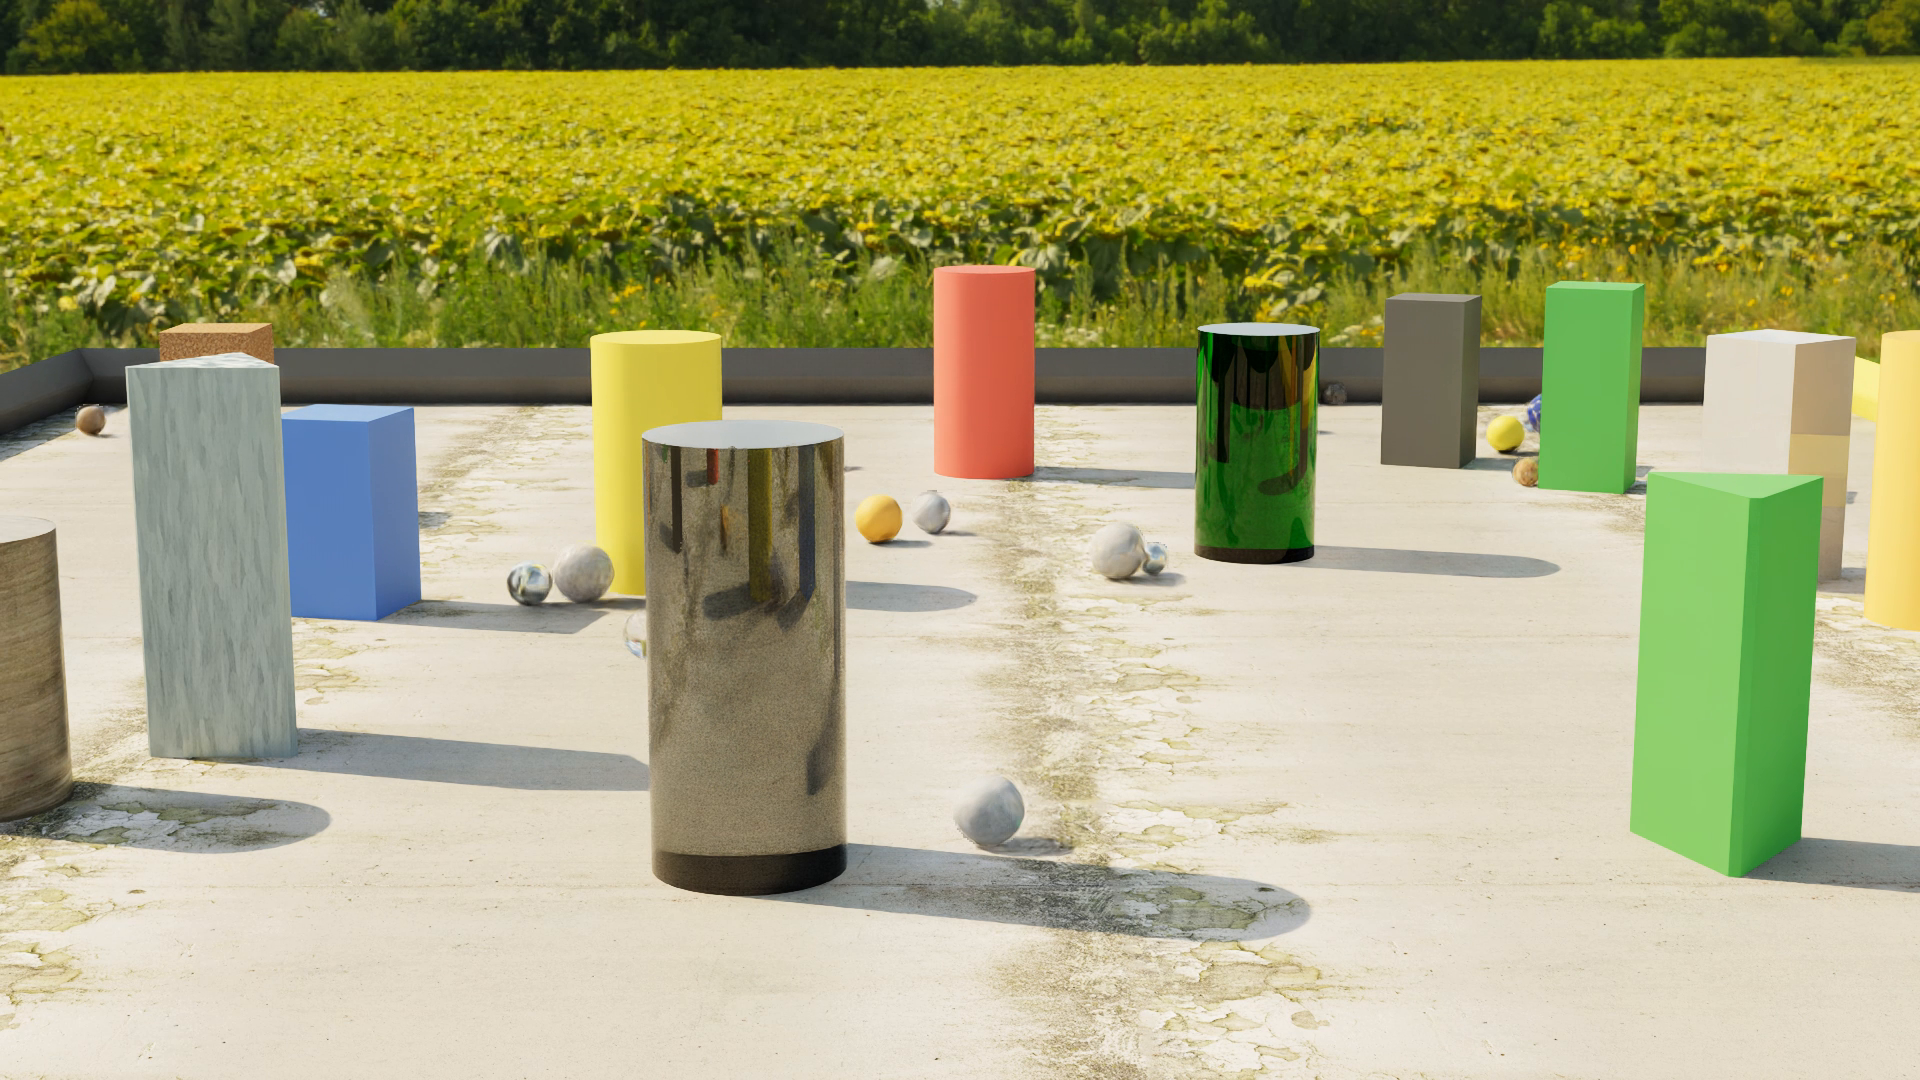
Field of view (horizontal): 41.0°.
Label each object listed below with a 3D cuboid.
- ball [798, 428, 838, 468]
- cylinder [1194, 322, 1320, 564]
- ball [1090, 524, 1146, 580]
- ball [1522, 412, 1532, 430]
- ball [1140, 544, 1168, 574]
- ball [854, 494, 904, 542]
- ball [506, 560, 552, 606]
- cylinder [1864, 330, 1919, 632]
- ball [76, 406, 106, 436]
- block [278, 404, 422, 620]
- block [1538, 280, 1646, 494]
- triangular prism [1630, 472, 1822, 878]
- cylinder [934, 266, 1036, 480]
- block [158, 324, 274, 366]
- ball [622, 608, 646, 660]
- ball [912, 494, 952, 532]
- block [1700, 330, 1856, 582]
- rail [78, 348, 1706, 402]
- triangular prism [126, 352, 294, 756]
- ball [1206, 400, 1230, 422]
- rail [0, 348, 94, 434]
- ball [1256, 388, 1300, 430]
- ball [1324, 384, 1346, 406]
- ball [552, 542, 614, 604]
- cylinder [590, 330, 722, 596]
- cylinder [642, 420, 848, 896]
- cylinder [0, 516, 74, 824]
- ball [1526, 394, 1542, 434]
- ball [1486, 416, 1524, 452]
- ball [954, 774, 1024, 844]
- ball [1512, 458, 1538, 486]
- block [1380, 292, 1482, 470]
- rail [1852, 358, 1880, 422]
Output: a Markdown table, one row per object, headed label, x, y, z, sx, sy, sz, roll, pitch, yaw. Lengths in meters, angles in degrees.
| label | x | y | z | sx | sy | sz | roll | pitch | yaw |
| --- | --- | --- | --- | --- | --- | --- | --- | --- | --- |
| ball | -0.256 | -0.166 | 4.621 | 0.071 | 0.071 | 0.071 | 0 | 11 | 0 |
| cylinder | 0.438 | -0.145 | 3.797 | 0.179 | 0.335 | 0.179 | 0 | 11 | 0 |
| ball | 0.222 | 0.016 | 3.629 | 0.079 | 0.079 | 0.079 | 0 | 11 | 0 |
| ball | 1.134 | -0.237 | 5.076 | 0.043 | 0.043 | 0.043 | 0 | 11 | 0 |
| ball | 0.275 | 0.028 | 3.665 | 0.044 | 0.044 | 0.044 | 0 | 11 | 0 |
| ball | -0.123 | -0.033 | 3.904 | 0.074 | 0.074 | 0.074 | 0 | 11 | 0 |
| ball | -0.580 | 0.058 | 3.455 | 0.062 | 0.062 | 0.062 | 0 | 11 | 0 |
| cylinder | 1.283 | -0.078 | 3.340 | 0.179 | 0.372 | 0.179 | 0 | 11 | 0 |
| ball | -1.699 | -0.233 | 5.016 | 0.057 | 0.057 | 0.057 | 0 | 11 | 0 |
| block | -0.820 | -0.039 | 3.423 | 0.143 | 0.264 | 0.143 | 2 | 11 | 12 |
| block | 1.084 | -0.264 | 4.403 | 0.143 | 0.344 | 0.143 | 4 | 12 | 22 |
| triangular prism | 0.694 | 0.115 | 2.380 | 0.134 | 0.347 | 0.155 | 8 | 14 | 38 |
| cylinder | 0.043 | -0.300 | 4.550 | 0.179 | 0.360 | 0.179 | 0 | 11 | 0 |
| block | -1.196 | -0.194 | 4.153 | 0.143 | 0.299 | 0.143 | 0 | 11 | -1 |
| ball | -0.382 | 0.116 | 3.145 | 0.063 | 0.063 | 0.063 | 0 | 11 | 0 |
| ball | -0.045 | -0.042 | 3.986 | 0.062 | 0.062 | 0.062 | 0 | 11 | 0 |
| block | 1.151 | -0.117 | 3.627 | 0.143 | 0.342 | 0.143 | -8 | 13 | -37 |
| rail | -0.012 | -0.348 | 5.464 | 3.736 | 0.116 | 0.045 | 0 | 11 | 0 |
| triangular prism | -0.779 | 0.013 | 2.740 | 0.155 | 0.413 | 0.134 | 0 | 11 | 1 |
| ball | 0.522 | -0.262 | 5.198 | 0.047 | 0.047 | 0.047 | 0 | 11 | 0 |
| rail | -1.844 | 0.032 | 3.440 | 0.045 | 0.116 | 4.145 | 0 | 11 | 0 |
| ball | 0.630 | -0.259 | 5.077 | 0.085 | 0.085 | 0.085 | 0 | 11 | 0 |
| ball | 0.795 | -0.309 | 5.448 | 0.047 | 0.047 | 0.047 | 0 | 11 | 0 |
| ball | -0.509 | 0.044 | 3.471 | 0.082 | 0.082 | 0.082 | 0 | 11 | 0 |
| cylinder | -0.420 | -0.110 | 3.578 | 0.179 | 0.347 | 0.179 | 0 | 11 | 0 |
| cylinder | -0.192 | 0.101 | 2.311 | 0.179 | 0.398 | 0.179 | 0 | 11 | 0 |
| cylinder | -0.975 | 0.125 | 2.524 | 0.179 | 0.273 | 0.179 | 0 | 11 | 0 |
| ball | 1.150 | -0.246 | 5.008 | 0.085 | 0.085 | 0.085 | 0 | 11 | 0 |
| ball | 1.019 | -0.198 | 4.797 | 0.069 | 0.069 | 0.069 | 0 | 11 | 0 |
| ball | 0.028 | 0.253 | 2.406 | 0.066 | 0.066 | 0.066 | 0 | 11 | 0 |
| ball | 0.977 | -0.117 | 4.422 | 0.047 | 0.047 | 0.047 | 0 | 11 | 0 |
| block | 0.857 | -0.292 | 4.668 | 0.143 | 0.300 | 0.143 | 5 | 12 | 23 |
| rail | 1.844 | 0.028 | 3.460 | 0.045 | 0.116 | 4.145 | 0 | 11 | 0 |
